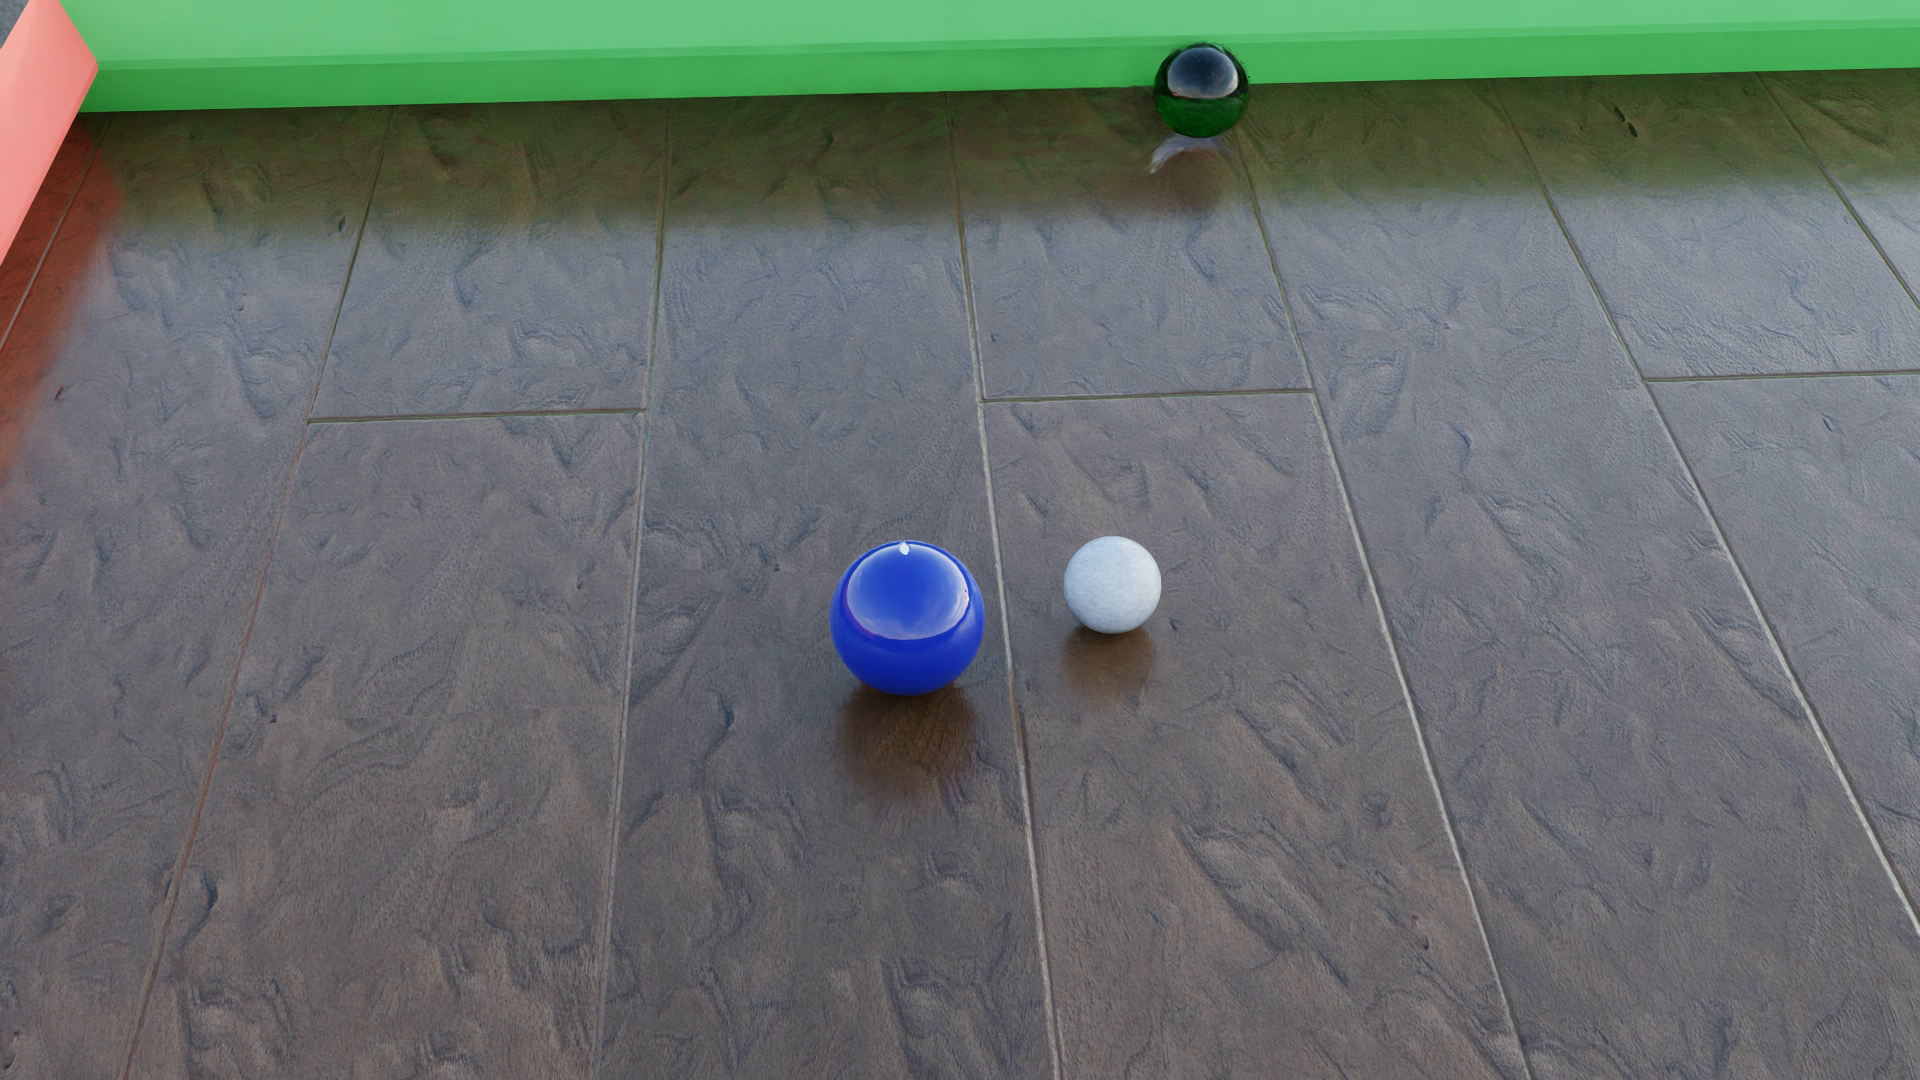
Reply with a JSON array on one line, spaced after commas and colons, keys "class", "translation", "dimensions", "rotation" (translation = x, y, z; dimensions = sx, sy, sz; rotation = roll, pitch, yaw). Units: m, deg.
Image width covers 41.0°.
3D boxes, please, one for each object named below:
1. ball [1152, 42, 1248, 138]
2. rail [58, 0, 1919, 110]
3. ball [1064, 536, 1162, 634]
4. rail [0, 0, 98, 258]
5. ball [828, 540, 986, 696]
[{"class": "ball", "translation": [0.211, -0.395, 2.252], "dimensions": [0.083, 0.083, 0.083], "rotation": [0, 36, 0]}, {"class": "rail", "translation": [0.718, -0.475, 2.323], "dimensions": [3.039, 0.128, 0.045], "rotation": [-2, 36, -3]}, {"class": "ball", "translation": [0.100, 0.029, 1.676], "dimensions": [0.064, 0.064, 0.064], "rotation": [0, 36, 0]}, {"class": "rail", "translation": [-0.735, 0.004, 1.654], "dimensions": [0.045, 0.128, 1.529], "rotation": [-2, 36, -3]}, {"class": "ball", "translation": [-0.033, 0.049, 1.619], "dimensions": [0.099, 0.099, 0.099], "rotation": [0, 36, 0]}]
